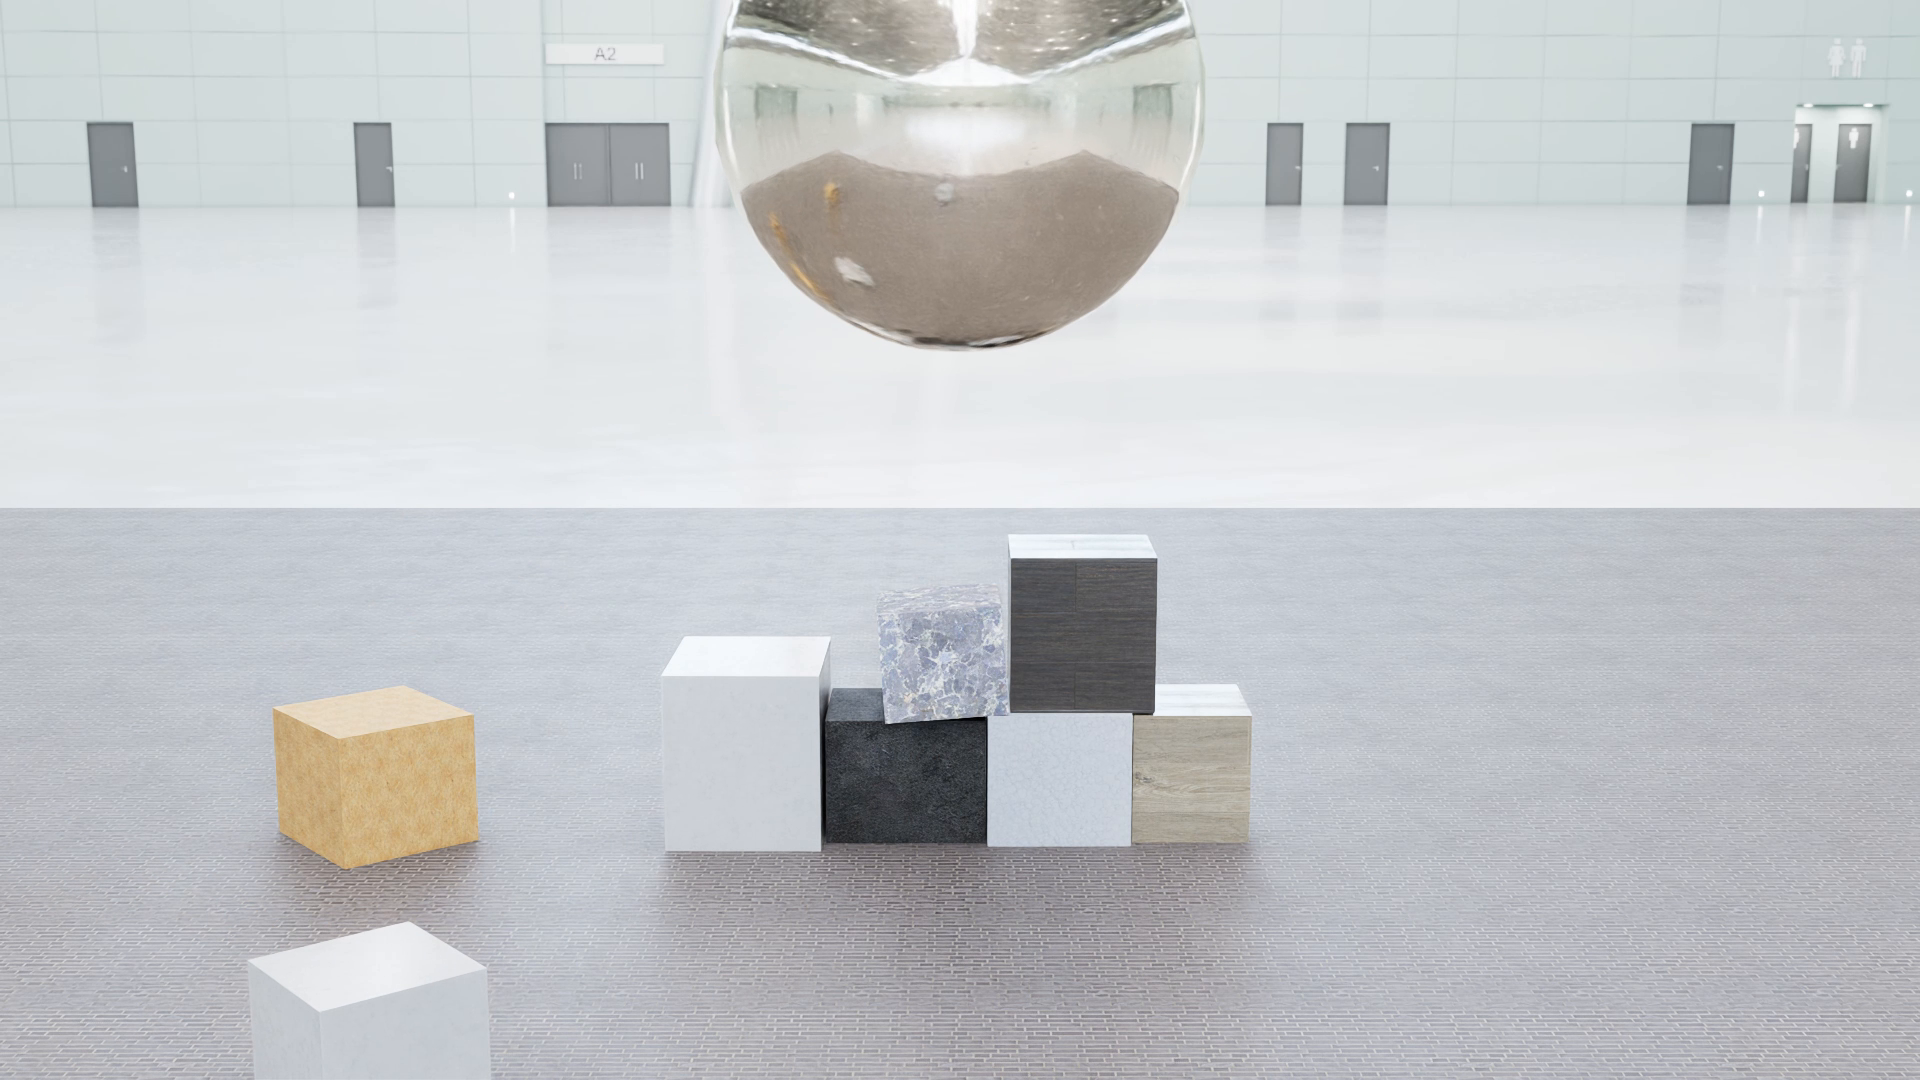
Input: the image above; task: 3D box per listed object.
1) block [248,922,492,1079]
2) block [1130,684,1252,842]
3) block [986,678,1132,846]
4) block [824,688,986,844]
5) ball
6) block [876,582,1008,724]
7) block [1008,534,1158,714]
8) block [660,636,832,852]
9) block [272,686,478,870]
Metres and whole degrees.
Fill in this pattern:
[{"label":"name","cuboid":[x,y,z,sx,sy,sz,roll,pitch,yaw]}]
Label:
[{"label":"block","cuboid":[-2.135,1.813,7.963,0.630,0.584,0.623,-8,13,-39]},{"label":"block","cuboid":[1.168,1.148,11.400,0.594,0.662,0.645,0,10,0]},{"label":"block","cuboid":[0.499,1.141,11.404,0.722,0.675,0.784,0,10,0]},{"label":"block","cuboid":[-0.274,1.160,11.400,0.805,0.639,0.674,0,10,0]},{"label":"ball","cuboid":[0.000,-1.412,7.141,1.600,1.600,1.600,0,10,0]},{"label":"block","cuboid":[-0.094,0.568,11.203,0.617,0.554,0.599,-4,10,-1]},{"label":"block","cuboid":[0.615,0.420,11.271,0.726,0.792,0.655,0,10,0]},{"label":"block","cuboid":[-1.081,1.036,11.352,0.779,0.901,0.875,0,10,1]},{"label":"block","cuboid":[-2.975,1.188,11.191,0.721,0.658,0.783,-9,13,-39]}]
